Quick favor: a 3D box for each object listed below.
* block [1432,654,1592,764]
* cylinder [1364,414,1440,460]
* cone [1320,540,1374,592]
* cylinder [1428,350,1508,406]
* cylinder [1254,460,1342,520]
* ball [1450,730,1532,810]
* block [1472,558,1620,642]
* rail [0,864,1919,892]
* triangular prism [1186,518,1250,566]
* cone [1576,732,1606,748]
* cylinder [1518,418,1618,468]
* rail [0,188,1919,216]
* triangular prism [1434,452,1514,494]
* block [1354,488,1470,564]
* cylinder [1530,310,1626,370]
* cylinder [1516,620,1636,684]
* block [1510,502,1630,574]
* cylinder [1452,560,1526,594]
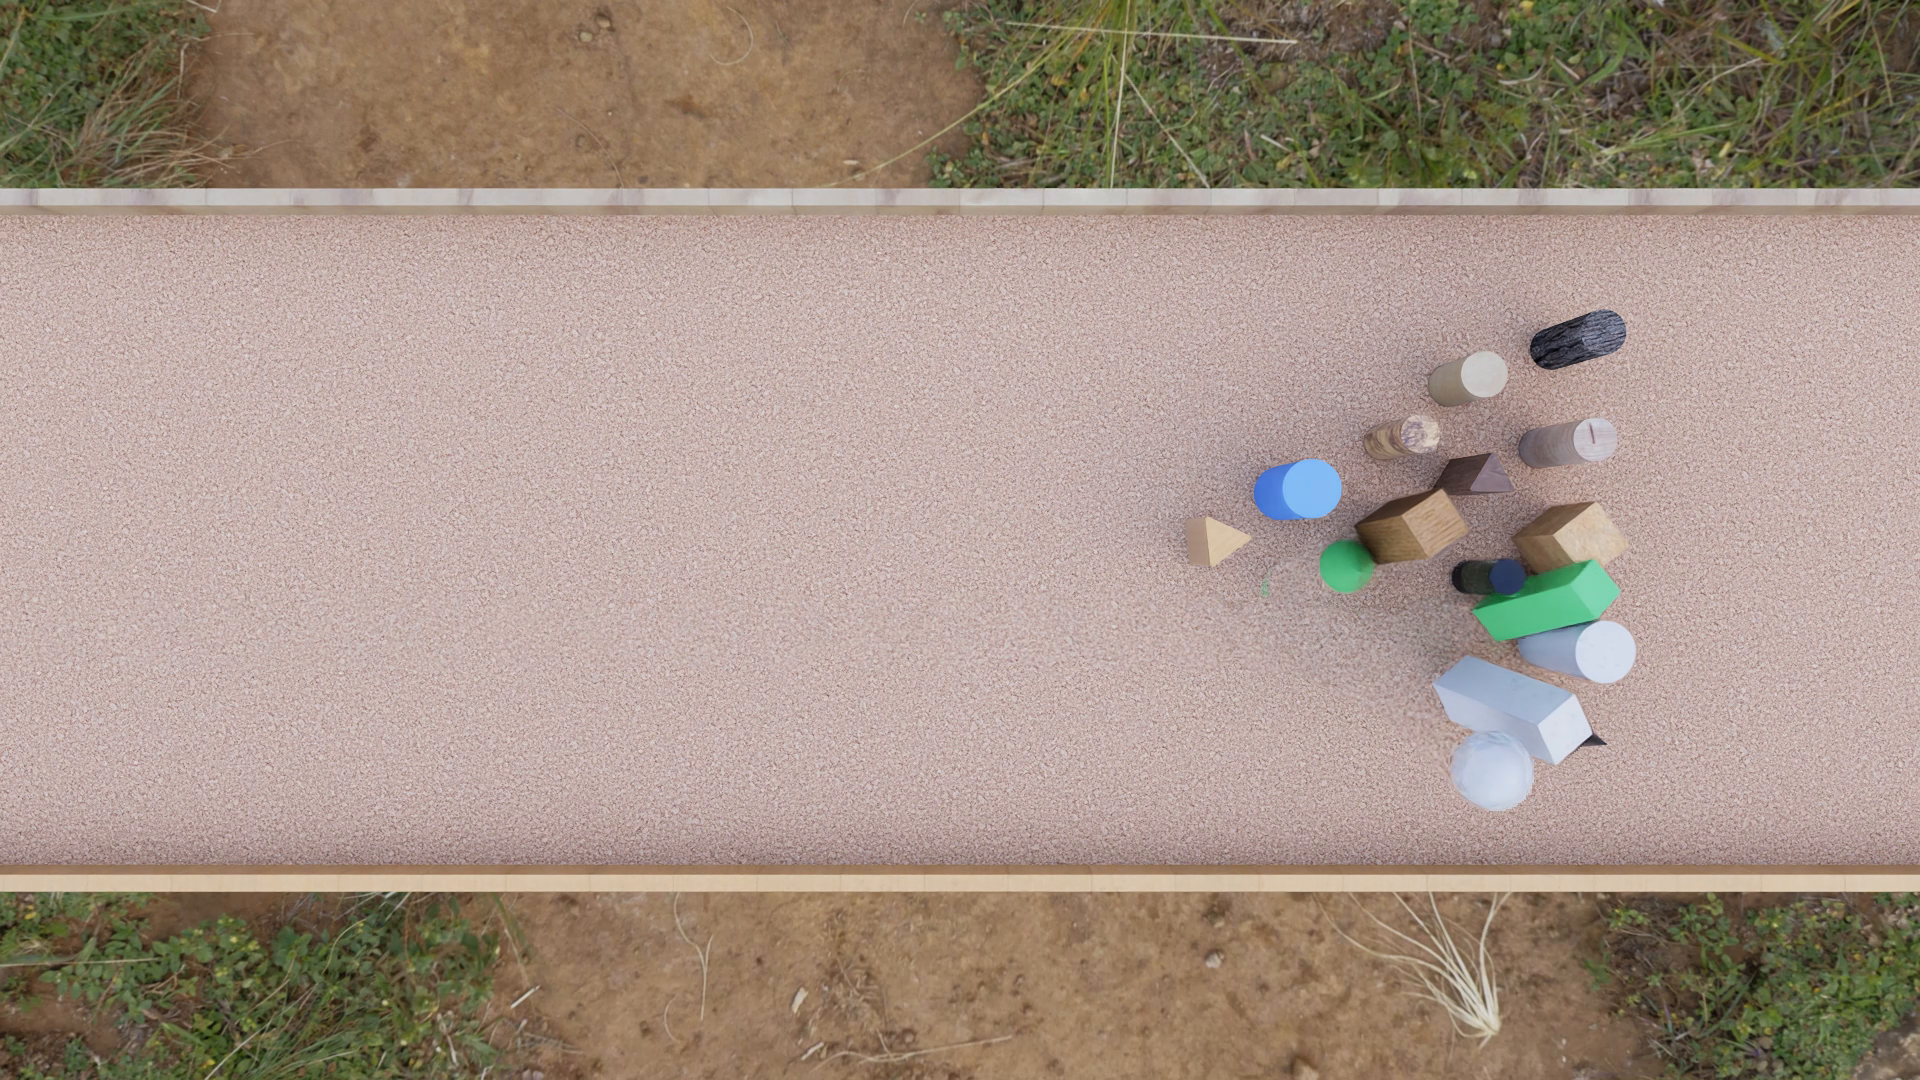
[{"bbox_3d":[1.610,0.491,4.830,0.148,0.450,0.148,-36,112,-13],"label":"block"},{"bbox_3d":[1.297,-0.300,4.861,0.110,0.432,0.110,0,90,0],"label":"cylinder"},{"bbox_3d":[1.165,0.087,4.878,0.161,0.379,0.161,0,92,7],"label":"cone"},{"bbox_3d":[1.507,-0.477,4.908,0.134,0.337,0.134,0,90,0],"label":"cylinder"},{"bbox_3d":[0.987,-0.144,4.850,0.166,0.453,0.166,0,90,0],"label":"cylinder"},{"bbox_3d":[1.490,0.644,4.625,0.219,0.219,0.219,0,90,0],"label":"ball"},{"bbox_3d":[1.714,0.181,4.846,0.124,0.442,0.124,-41,94,-23],"label":"block"},{"bbox_3d":[-2.247,1.025,5.001,12.000,0.150,0.050,0,90,0],"label":"rail"},{"bbox_3d":[0.731,-0.015,4.865,0.139,0.424,0.121,-36,90,0],"label":"triangular prism"},{"bbox_3d":[1.817,0.574,4.849,0.144,0.455,0.144,0,90,0],"label":"cone"},{"bbox_3d":[1.780,-0.282,4.849,0.124,0.456,0.124,0,90,0],"label":"cylinder"},{"bbox_3d":[-2.247,-1.025,5.002,12.000,0.150,0.050,0,90,0],"label":"rail"},{"bbox_3d":[1.512,-0.195,4.878,0.125,0.397,0.108,1,90,0],"label":"triangular prism"},{"bbox_3d":[1.325,-0.035,4.866,0.143,0.408,0.143,-33,90,-7],"label":"block"},{"bbox_3d":[1.819,-0.588,4.869,0.129,0.415,0.129,0,90,0],"label":"cylinder"},{"bbox_3d":[1.814,0.311,4.873,0.178,0.392,0.178,0,92,-5],"label":"cylinder"},{"bbox_3d":[1.811,0.006,4.909,0.161,0.327,0.161,-37,90,-3],"label":"block"},{"bbox_3d":[1.566,0.111,4.900,0.102,0.349,0.102,0,88,-1],"label":"cylinder"}]
